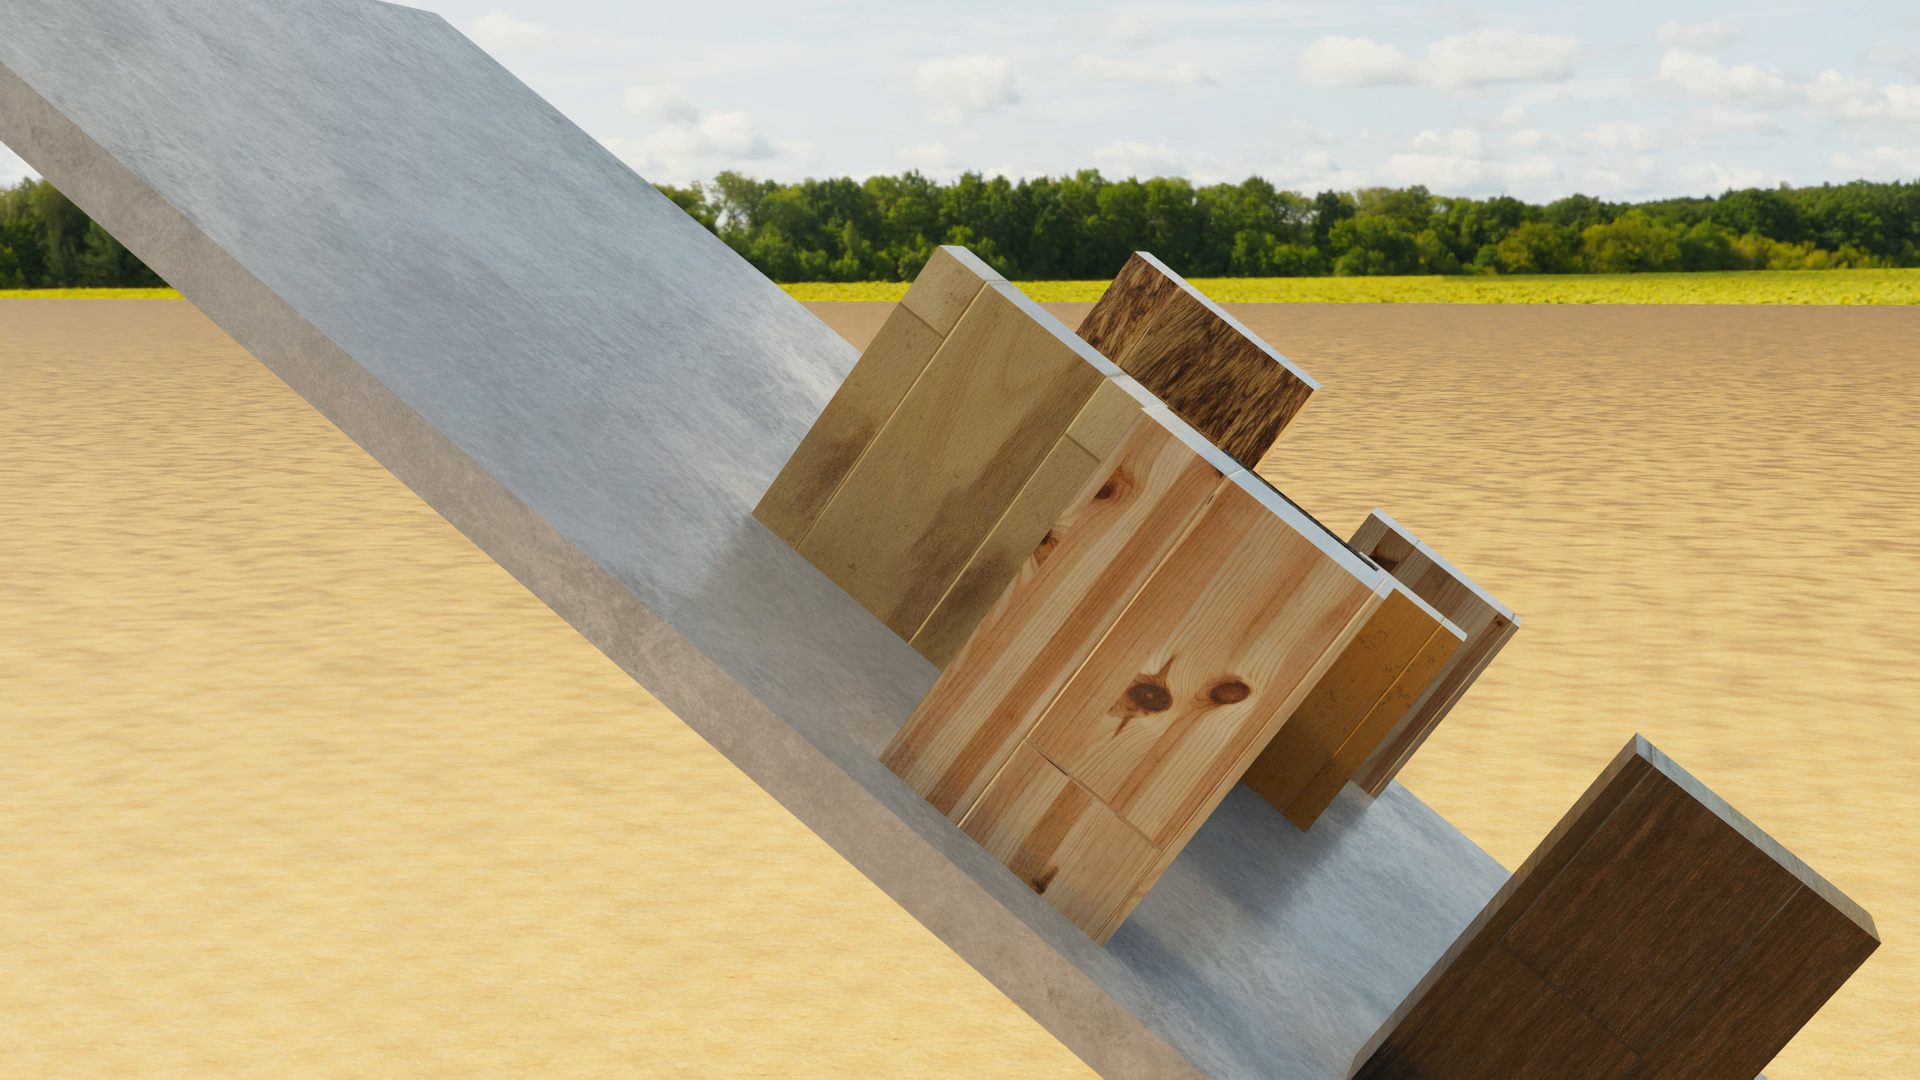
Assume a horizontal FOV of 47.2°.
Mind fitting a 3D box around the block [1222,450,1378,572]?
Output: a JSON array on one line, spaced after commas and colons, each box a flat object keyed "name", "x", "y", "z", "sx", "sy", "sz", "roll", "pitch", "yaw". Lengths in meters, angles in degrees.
[{"name": "block", "x": 0.432, "y": 0.153, "z": 3.857, "sx": 0.337, "sy": 0.518, "sz": 0.128, "roll": 39, "pitch": 16, "yaw": 9}]

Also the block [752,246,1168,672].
[{"name": "block", "x": -0.005, "y": -0.132, "z": 3.672, "sx": 0.441, "sy": 0.560, "sz": 0.135, "roll": 39, "pitch": 16, "yaw": 9}]

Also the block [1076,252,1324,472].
[{"name": "block", "x": 0.346, "y": -0.184, "z": 4.407, "sx": 0.443, "sy": 0.644, "sz": 0.125, "roll": 39, "pitch": 16, "yaw": 9}]

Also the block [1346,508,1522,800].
[{"name": "block", "x": 0.879, "y": 0.238, "z": 4.641, "sx": 0.380, "sy": 0.473, "sz": 0.112, "roll": 39, "pitch": 16, "yaw": 9}]

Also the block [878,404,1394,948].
[{"name": "block", "x": 0.243, "y": 0.191, "z": 3.119, "sx": 0.418, "sy": 0.641, "sz": 0.131, "roll": 39, "pitch": 16, "yaw": 9}]

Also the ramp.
[{"name": "ramp", "x": -0.057, "y": 0.118, "z": 4.066, "sx": 4.000, "sy": 0.100, "sz": 2.000, "roll": 39, "pitch": 16, "yaw": 9}]

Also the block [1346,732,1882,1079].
[{"name": "block", "x": 0.925, "y": 0.667, "z": 3.165, "sx": 0.406, "sy": 0.657, "sz": 0.143, "roll": 39, "pitch": 16, "yaw": 9}]

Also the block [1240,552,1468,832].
[{"name": "block", "x": 0.700, "y": 0.286, "z": 4.129, "sx": 0.248, "sy": 0.471, "sz": 0.084, "roll": 39, "pitch": 16, "yaw": 9}]
